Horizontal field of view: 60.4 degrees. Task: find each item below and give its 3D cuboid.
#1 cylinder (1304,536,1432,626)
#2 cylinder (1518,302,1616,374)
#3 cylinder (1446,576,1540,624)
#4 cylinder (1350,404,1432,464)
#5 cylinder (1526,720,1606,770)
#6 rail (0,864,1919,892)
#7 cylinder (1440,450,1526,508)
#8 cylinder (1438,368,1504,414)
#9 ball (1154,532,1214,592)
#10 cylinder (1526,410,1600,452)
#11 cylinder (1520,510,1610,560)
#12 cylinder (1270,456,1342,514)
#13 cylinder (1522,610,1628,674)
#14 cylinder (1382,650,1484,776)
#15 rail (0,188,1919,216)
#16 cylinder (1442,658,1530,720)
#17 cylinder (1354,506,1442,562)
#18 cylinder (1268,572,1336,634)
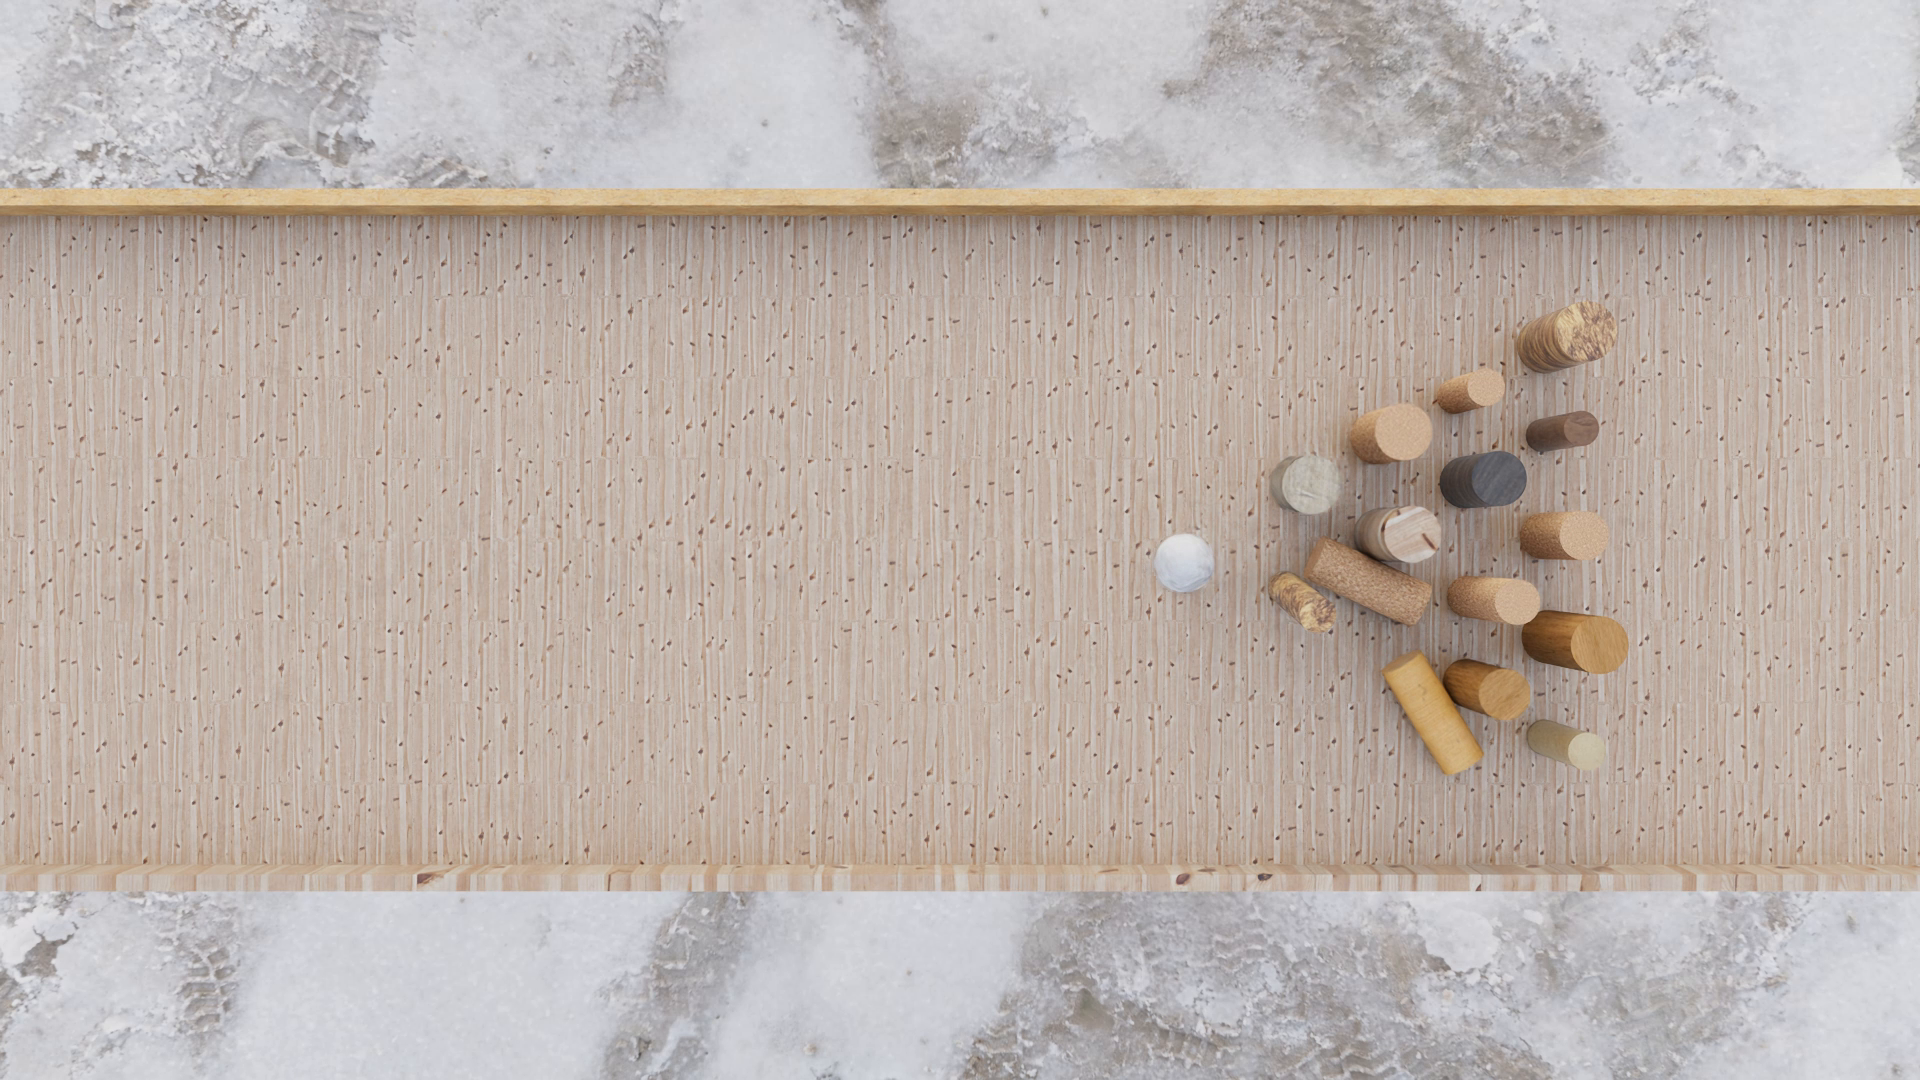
[{"bbox_3d":[1.236,0.125,5.006,0.353,0.142,0.142,25,90,0],"label":"cylinder"},{"bbox_3d":[1.801,-0.600,4.908,0.175,0.337,0.175,0,90,0],"label":"cylinder"},{"bbox_3d":[1.562,0.174,4.847,0.127,0.458,0.127,0,90,0],"label":"cylinder"},{"bbox_3d":[1.284,-0.314,4.924,0.166,0.305,0.166,0,90,0],"label":"cylinder"},{"bbox_3d":[1.798,0.607,4.903,0.109,0.347,0.109,0,90,0],"label":"cylinder"},{"bbox_3d":[-2.247,1.025,5.001,12.000,0.150,0.050,0,90,0],"label":"rail"},{"bbox_3d":[1.556,-0.177,4.917,0.160,0.318,0.160,0,90,0],"label":"cylinder"},{"bbox_3d":[1.522,-0.442,4.924,0.108,0.306,0.108,0,90,0],"label":"cylinder"},{"bbox_3d":[0.679,0.068,4.987,0.180,0.180,0.180,0,90,0],"label":"ball"},{"bbox_3d":[1.792,-0.322,4.917,0.103,0.320,0.103,0,90,0],"label":"cylinder"},{"bbox_3d":[1.794,-0.013,4.908,0.142,0.337,0.142,0,90,0],"label":"cylinder"},{"bbox_3d":[1.029,-0.167,4.917,0.171,0.305,0.171,0,93,4],"label":"cylinder"},{"bbox_3d":[1.810,0.298,4.872,0.165,0.410,0.165,0,90,0],"label":"cylinder"},{"bbox_3d":[1.434,0.523,5.008,0.137,0.137,0.363,-32,90,0],"label":"cylinder"},{"bbox_3d":[-2.247,-1.025,5.002,12.000,0.150,0.050,0,90,0],"label":"rail"},{"bbox_3d":[1.555,0.439,4.885,0.148,0.380,0.148,0,90,1],"label":"cylinder"},{"bbox_3d":[1.293,-0.016,4.893,0.164,0.367,0.164,0,90,0],"label":"cylinder"},{"bbox_3d":[1.000,0.179,4.844,0.103,0.456,0.103,0,98,-1],"label":"cylinder"}]
